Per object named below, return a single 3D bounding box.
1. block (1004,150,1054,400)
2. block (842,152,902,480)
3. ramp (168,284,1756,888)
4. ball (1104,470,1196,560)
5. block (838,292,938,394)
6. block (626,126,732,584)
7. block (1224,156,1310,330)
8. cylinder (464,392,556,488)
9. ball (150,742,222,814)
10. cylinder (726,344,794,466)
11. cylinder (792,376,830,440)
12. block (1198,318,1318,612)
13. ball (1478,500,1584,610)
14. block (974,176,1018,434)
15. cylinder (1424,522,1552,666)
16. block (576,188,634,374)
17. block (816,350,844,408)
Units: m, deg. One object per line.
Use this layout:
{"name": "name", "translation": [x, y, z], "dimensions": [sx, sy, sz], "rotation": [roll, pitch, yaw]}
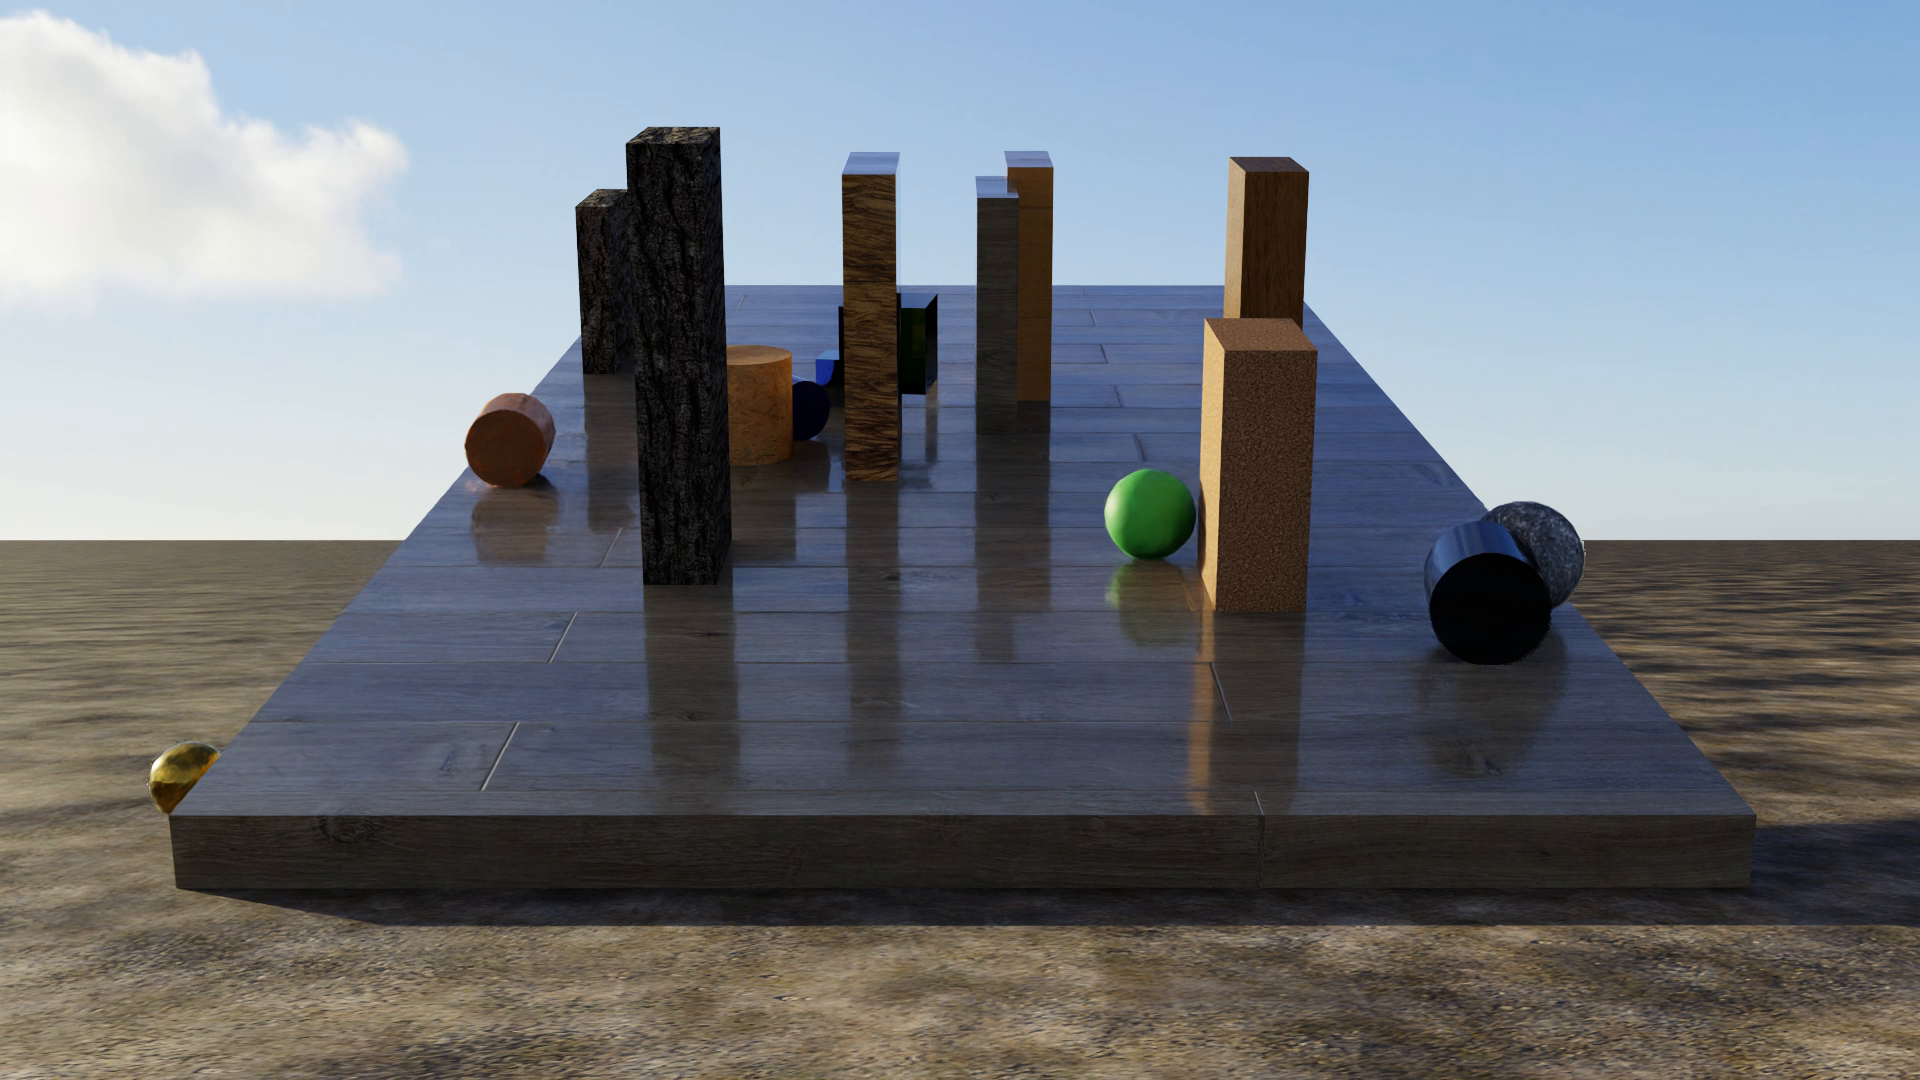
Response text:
{"name": "block", "translation": [0.157, -0.624, 5.178], "dimensions": [0.104, 0.534, 0.335], "rotation": [0, 16, 0]}
{"name": "block", "translation": [-0.175, -0.462, 4.490], "dimensions": [0.103, 0.605, 0.394], "rotation": [0, 16, 0]}
{"name": "ramp", "translation": [-0.002, -0.161, 4.716], "dimensions": [2.000, 0.100, 4.000], "rotation": [0, 16, 0]}
{"name": "ball", "translation": [0.331, -0.044, 3.848], "dimensions": [0.159, 0.159, 0.159], "rotation": [0, 0, 0]}
{"name": "block", "translation": [-0.168, -0.468, 5.231], "dimensions": [0.204, 0.204, 0.204], "rotation": [2, 16, 7]}
{"name": "block", "translation": [-0.472, -0.316, 3.747], "dimensions": [0.123, 0.735, 0.277], "rotation": [0, 16, 0]}
{"name": "block", "translation": [0.733, -0.653, 5.331], "dimensions": [0.148, 0.505, 0.313], "rotation": [0, 16, 0]}
{"name": "cylinder", "translation": [-0.892, -0.200, 4.385], "dimensions": [0.157, 0.157, 0.157], "rotation": [0, 16, -4]}
{"name": "ball", "translation": [-1.208, 0.379, 3.469], "dimensions": [0.124, 0.124, 0.124], "rotation": [0, 0, 0]}
{"name": "cylinder", "translation": [-0.451, -0.281, 4.572], "dimensions": [0.209, 0.209, 0.209], "rotation": [0, 16, 0]}
{"name": "cylinder", "translation": [-0.369, -0.290, 4.747], "dimensions": [0.129, 0.129, 0.129], "rotation": [0, 13, -37]}
{"name": "block", "translation": [0.487, -0.129, 3.652], "dimensions": [0.146, 0.430, 0.278], "rotation": [0, 16, 0]}
{"name": "ball", "translation": [0.905, 0.030, 3.546], "dimensions": [0.185, 0.185, 0.185], "rotation": [0, 0, 0]}
{"name": "block", "translation": [0.079, -0.526, 4.884], "dimensions": [0.087, 0.509, 0.387], "rotation": [0, 16, 0]}
{"name": "cylinder", "translation": [0.805, 0.080, 3.385], "dimensions": [0.178, 0.178, 0.178], "rotation": [0, 16, 9]}
{"name": "block", "translation": [-0.876, -0.646, 5.481], "dimensions": [0.083, 0.406, 0.338], "rotation": [0, 16, 0]}
{"name": "block", "translation": [-0.264, -0.369, 5.057], "dimensions": [0.110, 0.110, 0.110], "rotation": [3, 16, 9]}
